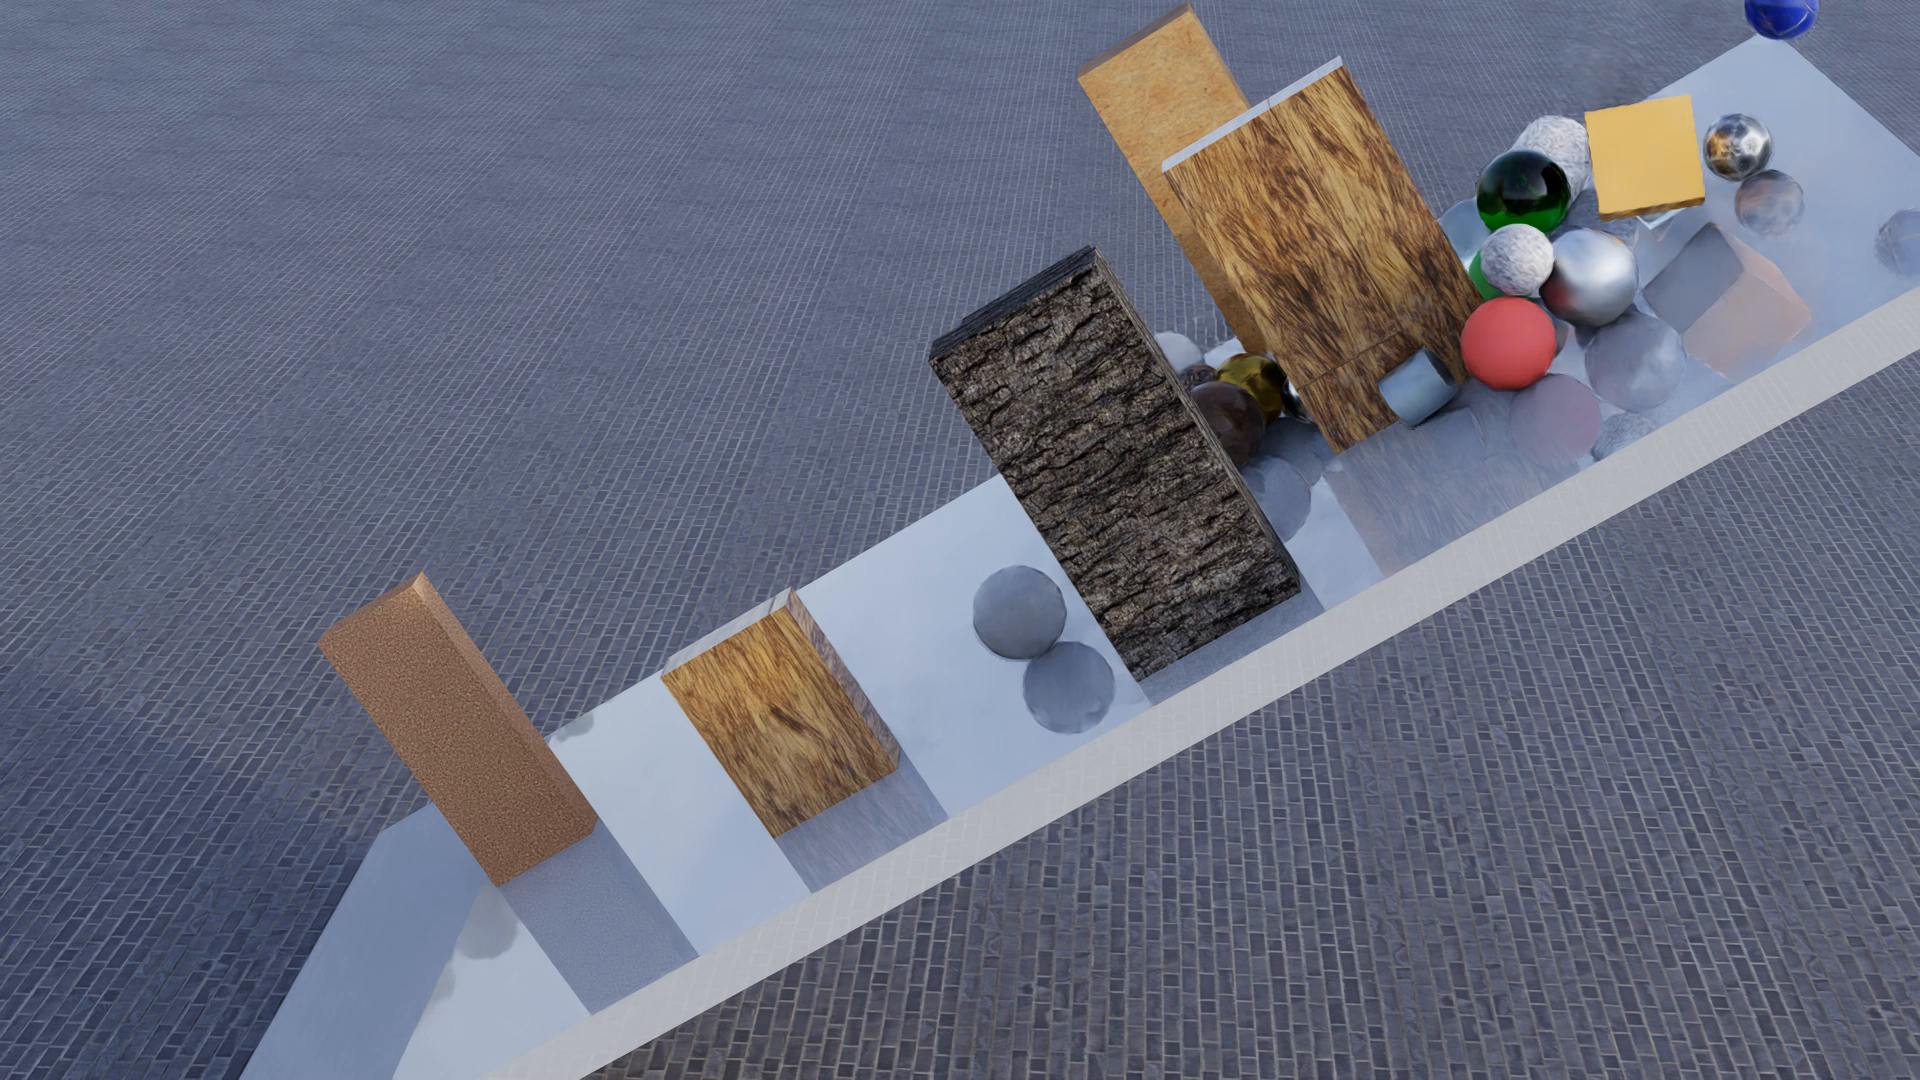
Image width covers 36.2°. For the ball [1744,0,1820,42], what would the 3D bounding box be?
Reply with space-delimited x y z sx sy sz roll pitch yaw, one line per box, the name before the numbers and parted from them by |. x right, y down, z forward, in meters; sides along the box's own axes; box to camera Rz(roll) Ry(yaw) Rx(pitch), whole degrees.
ball | 1.613 -1.051 5.773 0.141 0.141 0.141 0 20 0

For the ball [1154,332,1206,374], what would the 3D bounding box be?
ball | 0.482 -0.392 6.807 0.178 0.178 0.178 0 20 0

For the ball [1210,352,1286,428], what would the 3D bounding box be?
ball | 0.618 -0.318 6.307 0.169 0.169 0.169 0 20 0

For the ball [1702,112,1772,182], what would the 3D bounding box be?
ball | 1.557 -0.787 5.891 0.138 0.138 0.138 0 20 0

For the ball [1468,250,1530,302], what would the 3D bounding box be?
ball | 1.114 -0.543 6.044 0.138 0.138 0.138 0 20 0

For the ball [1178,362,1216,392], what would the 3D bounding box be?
ball | 0.540 -0.340 6.638 0.119 0.119 0.119 0 20 0

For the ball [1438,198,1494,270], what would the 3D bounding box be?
ball | 1.101 -0.631 6.247 0.191 0.191 0.191 0 20 0

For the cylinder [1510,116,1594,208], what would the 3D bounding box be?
cylinder | 1.280 -0.807 6.431 0.179 0.179 0.179 11 39 28

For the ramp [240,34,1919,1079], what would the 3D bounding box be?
ramp | 0.141 0.169 6.291 4.000 0.100 2.000 -30 15 13

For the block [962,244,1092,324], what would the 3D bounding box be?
block | 0.272 -0.350 6.504 0.334 0.490 0.149 -30 15 13

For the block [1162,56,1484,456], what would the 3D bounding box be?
block | 0.746 -0.556 5.803 0.403 0.674 0.103 -30 15 13

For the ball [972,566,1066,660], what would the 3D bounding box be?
ball | 0.118 0.145 5.852 0.188 0.188 0.188 0 20 0

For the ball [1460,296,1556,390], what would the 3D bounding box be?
ball | 1.040 -0.373 5.580 0.179 0.179 0.179 0 20 0

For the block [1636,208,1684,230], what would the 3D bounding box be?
block | 1.414 -0.736 6.003 0.122 0.122 0.122 -32 31 4

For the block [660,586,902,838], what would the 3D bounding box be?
block | -0.350 0.341 5.790 0.294 0.402 0.105 -30 15 13

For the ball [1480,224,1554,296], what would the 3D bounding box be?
ball | 1.051 -0.529 5.548 0.136 0.136 0.136 0 20 0

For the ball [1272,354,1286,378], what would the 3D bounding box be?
ball | 0.763 -0.417 6.246 0.203 0.203 0.203 0 20 0

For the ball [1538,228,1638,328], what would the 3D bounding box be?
ball | 1.200 -0.501 5.620 0.190 0.190 0.190 0 20 0

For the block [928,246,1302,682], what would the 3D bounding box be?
block | 0.285 -0.134 5.345 0.347 0.718 0.133 -30 15 13

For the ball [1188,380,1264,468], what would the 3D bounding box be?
ball | 0.542 -0.237 6.165 0.192 0.192 0.192 0 20 0

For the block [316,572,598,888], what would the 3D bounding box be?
block | -1.115 0.426 6.554 0.263 0.690 0.093 -30 15 13

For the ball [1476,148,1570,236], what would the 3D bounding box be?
ball | 1.126 -0.689 5.881 0.186 0.186 0.186 0 20 0

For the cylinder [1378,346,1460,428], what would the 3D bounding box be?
cylinder | 0.895 -0.299 5.743 0.114 0.114 0.114 -38 10 19

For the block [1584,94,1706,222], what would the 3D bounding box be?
block | 1.350 -0.751 5.801 0.201 0.201 0.201 -9 0 13

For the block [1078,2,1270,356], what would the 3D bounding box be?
block | 0.597 -0.820 6.754 0.290 0.773 0.142 -30 15 13

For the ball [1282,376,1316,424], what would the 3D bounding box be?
ball | 0.732 -0.305 6.113 0.126 0.126 0.126 0 20 0
